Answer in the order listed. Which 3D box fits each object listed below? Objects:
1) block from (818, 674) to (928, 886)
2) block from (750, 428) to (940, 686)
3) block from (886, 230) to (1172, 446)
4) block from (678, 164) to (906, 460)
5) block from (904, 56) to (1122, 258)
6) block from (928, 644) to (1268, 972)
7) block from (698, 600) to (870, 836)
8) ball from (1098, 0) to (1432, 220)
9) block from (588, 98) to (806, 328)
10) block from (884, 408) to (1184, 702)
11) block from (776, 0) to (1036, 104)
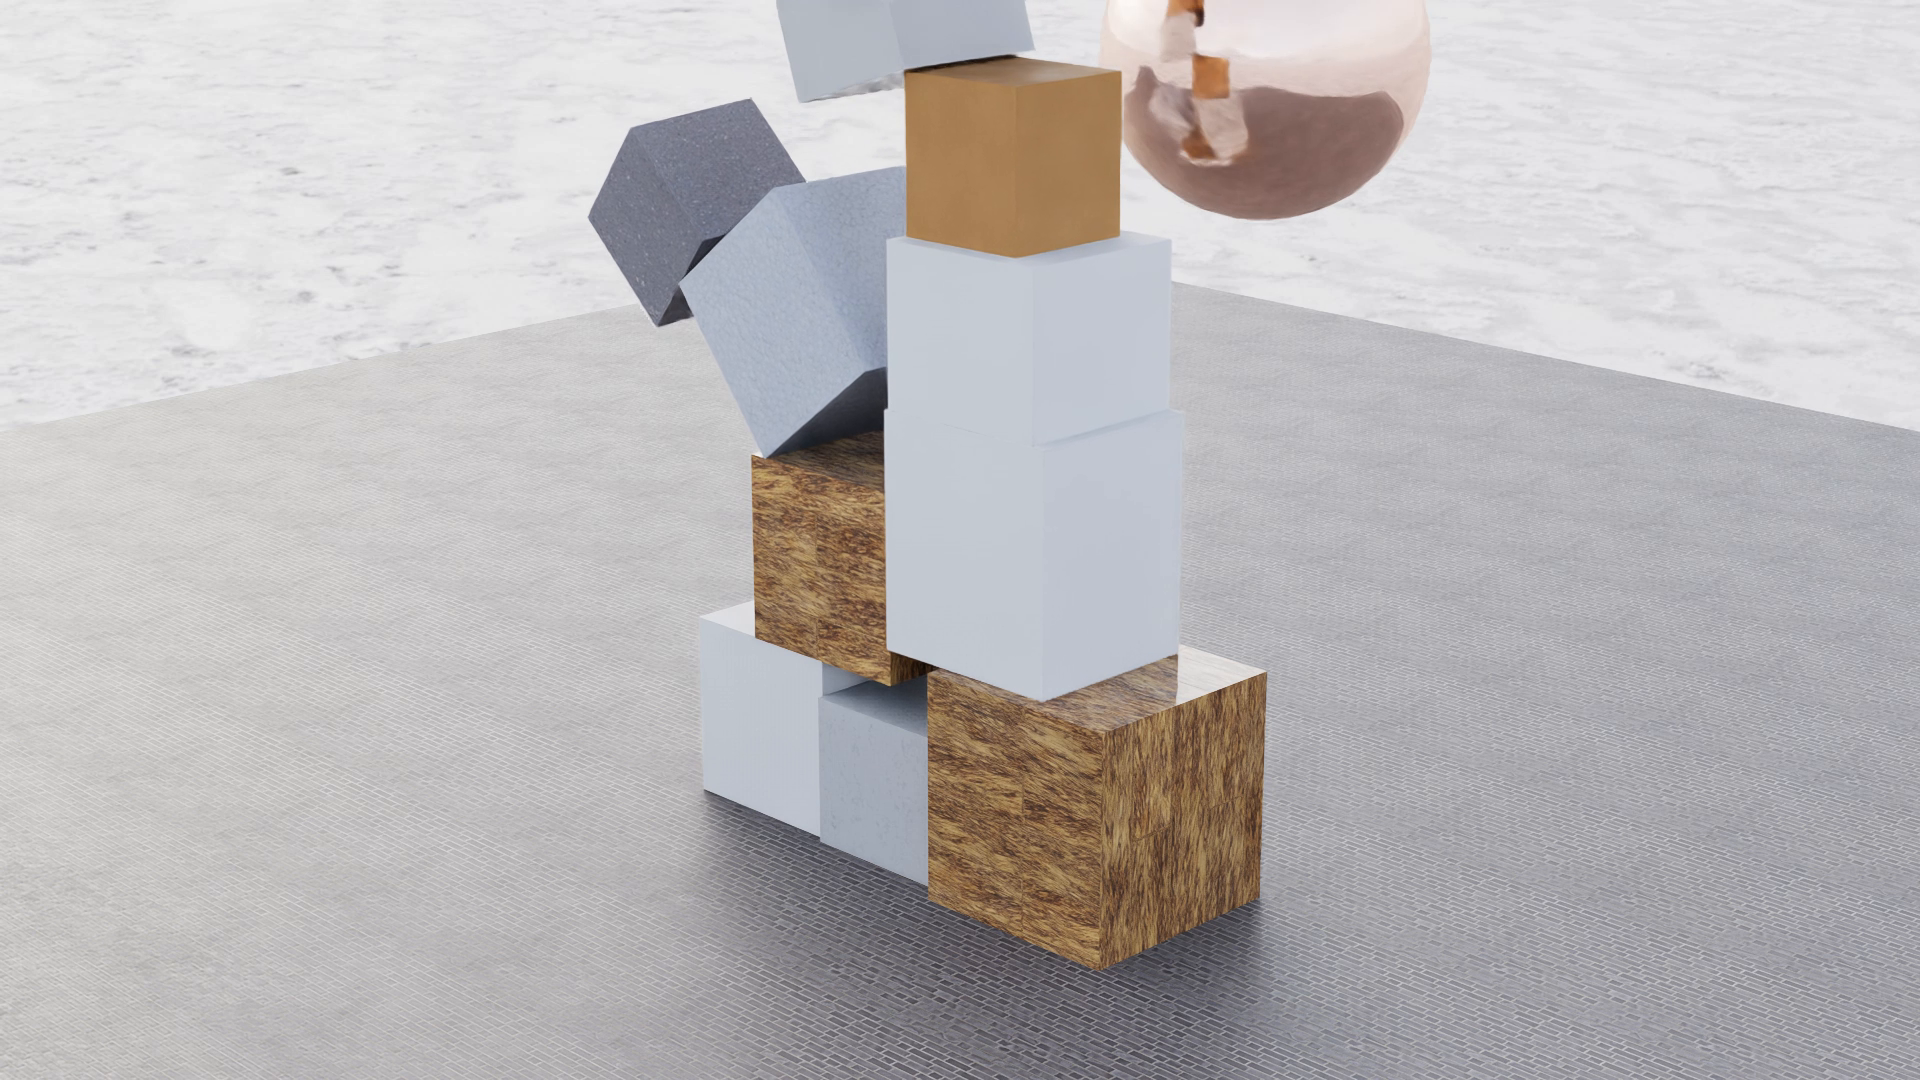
[{"bbox_3d":[-0.065,1.072,13.727,0.861,0.724,0.819,-17,24,-42],"label":"block"},{"bbox_3d":[-0.347,0.042,13.715,0.835,0.904,0.929,-17,24,-42],"label":"block"},{"bbox_3d":[0.298,-0.932,12.721,0.865,0.756,0.873,-17,24,-42],"label":"block"},{"bbox_3d":[-0.561,-1.063,13.589,0.870,0.942,0.871,-17,-14,-43],"label":"block"},{"bbox_3d":[0.228,-1.651,12.557,0.648,0.714,0.658,-17,24,-42],"label":"block"},{"bbox_3d":[0.604,1.098,13.045,1.074,1.084,1.037,-17,24,-42],"label":"block"},{"bbox_3d":[-0.652,0.801,14.302,0.881,0.896,0.848,17,24,42],"label":"block"},{"bbox_3d":[1.467,-2.343,14.143,1.600,1.600,1.600,0,17,0],"label":"ball"},{"bbox_3d":[-1.223,-1.566,14.016,0.702,0.690,0.681,-21,69,-36],"label":"block"},{"bbox_3d":[0.322,-0.033,12.977,0.884,1.113,0.962,-17,24,-42],"label":"block"},{"bbox_3d":[-0.270,-2.392,12.857,0.798,0.734,0.709,-17,6,-42],"label":"block"}]
